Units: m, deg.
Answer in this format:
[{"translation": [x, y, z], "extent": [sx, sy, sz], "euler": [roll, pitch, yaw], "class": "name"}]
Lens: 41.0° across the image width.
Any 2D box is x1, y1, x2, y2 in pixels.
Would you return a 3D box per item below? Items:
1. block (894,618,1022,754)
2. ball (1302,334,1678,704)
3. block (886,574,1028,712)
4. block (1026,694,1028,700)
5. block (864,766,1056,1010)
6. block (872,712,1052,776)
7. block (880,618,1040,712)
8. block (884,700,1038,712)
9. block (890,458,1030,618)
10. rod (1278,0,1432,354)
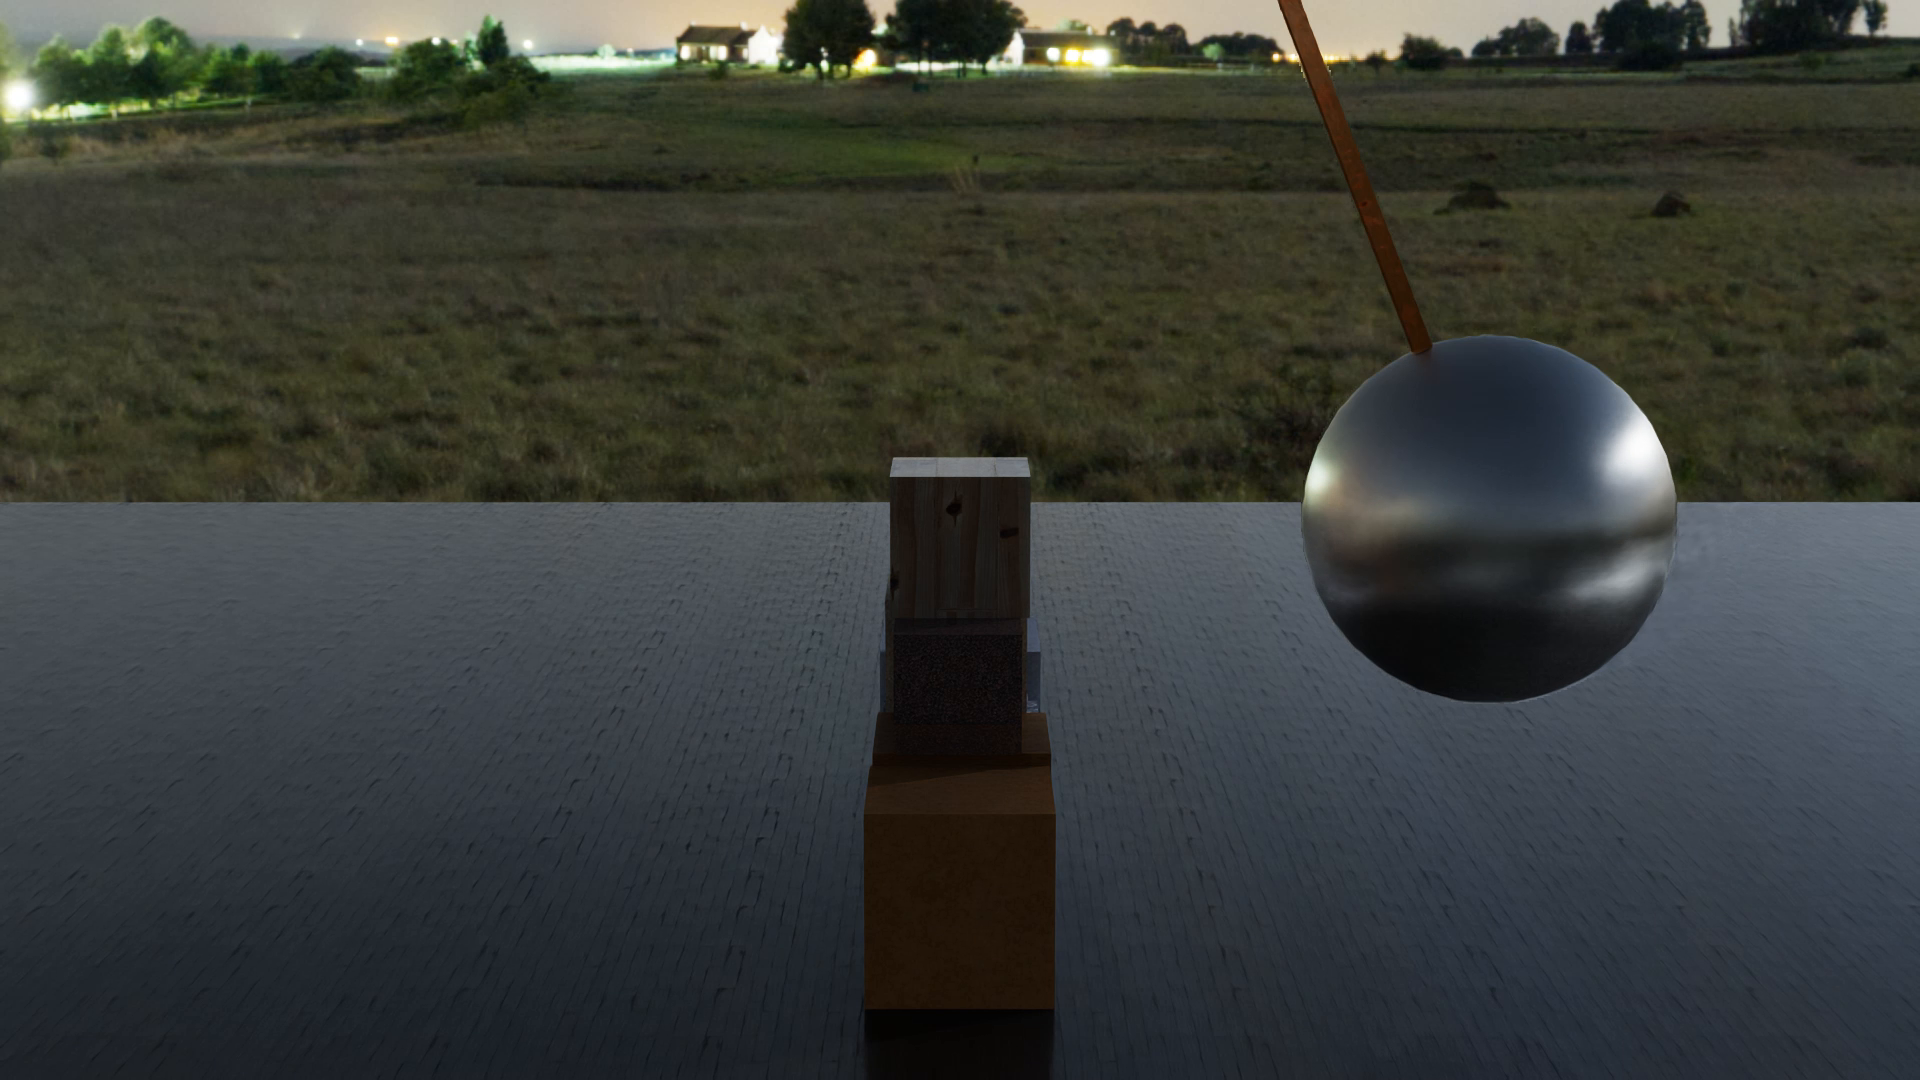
[{"translation": [-0.009, 0.564, 10.519], "extent": [0.511, 0.492, 0.602], "euler": [0, 10, 0], "class": "block"}, {"translation": [2.295, -0.091, 11.164], "extent": [1.600, 1.600, 1.600], "euler": [0, 10, 0], "class": "ball"}, {"translation": [-0.016, 0.472, 11.576], "extent": [0.623, 0.539, 0.581], "euler": [0, 10, 0], "class": "block"}, {"translation": [0.012, 1.072, 12.025], "extent": [0.619, 0.588, 0.572], "euler": [0, 10, 0], "class": "block"}, {"translation": [-0.001, 1.345, 10.021], "extent": [0.721, 0.769, 0.683], "euler": [0, 10, 0], "class": "block"}, {"translation": [0.007, 1.198, 10.691], "extent": [0.717, 0.817, 0.670], "euler": [0, 10, 0], "class": "block"}, {"translation": [0.001, 0.850, 12.686], "extent": [0.766, 0.789, 0.788], "euler": [0, 10, 0], "class": "block"}, {"translation": [0.003, 1.134, 11.383], "extent": [0.693, 0.696, 0.694], "euler": [0, 10, 0], "class": "block"}, {"translation": [0.001, -0.016, 10.698], "extent": [0.570, 0.585, 0.529], "euler": [0, 10, 0], "class": "block"}, {"translation": [0.994, -3.182, 10.602], "extent": [0.080, 5.200, 0.080], "euler": [-22, 10, 4], "class": "rod"}]
